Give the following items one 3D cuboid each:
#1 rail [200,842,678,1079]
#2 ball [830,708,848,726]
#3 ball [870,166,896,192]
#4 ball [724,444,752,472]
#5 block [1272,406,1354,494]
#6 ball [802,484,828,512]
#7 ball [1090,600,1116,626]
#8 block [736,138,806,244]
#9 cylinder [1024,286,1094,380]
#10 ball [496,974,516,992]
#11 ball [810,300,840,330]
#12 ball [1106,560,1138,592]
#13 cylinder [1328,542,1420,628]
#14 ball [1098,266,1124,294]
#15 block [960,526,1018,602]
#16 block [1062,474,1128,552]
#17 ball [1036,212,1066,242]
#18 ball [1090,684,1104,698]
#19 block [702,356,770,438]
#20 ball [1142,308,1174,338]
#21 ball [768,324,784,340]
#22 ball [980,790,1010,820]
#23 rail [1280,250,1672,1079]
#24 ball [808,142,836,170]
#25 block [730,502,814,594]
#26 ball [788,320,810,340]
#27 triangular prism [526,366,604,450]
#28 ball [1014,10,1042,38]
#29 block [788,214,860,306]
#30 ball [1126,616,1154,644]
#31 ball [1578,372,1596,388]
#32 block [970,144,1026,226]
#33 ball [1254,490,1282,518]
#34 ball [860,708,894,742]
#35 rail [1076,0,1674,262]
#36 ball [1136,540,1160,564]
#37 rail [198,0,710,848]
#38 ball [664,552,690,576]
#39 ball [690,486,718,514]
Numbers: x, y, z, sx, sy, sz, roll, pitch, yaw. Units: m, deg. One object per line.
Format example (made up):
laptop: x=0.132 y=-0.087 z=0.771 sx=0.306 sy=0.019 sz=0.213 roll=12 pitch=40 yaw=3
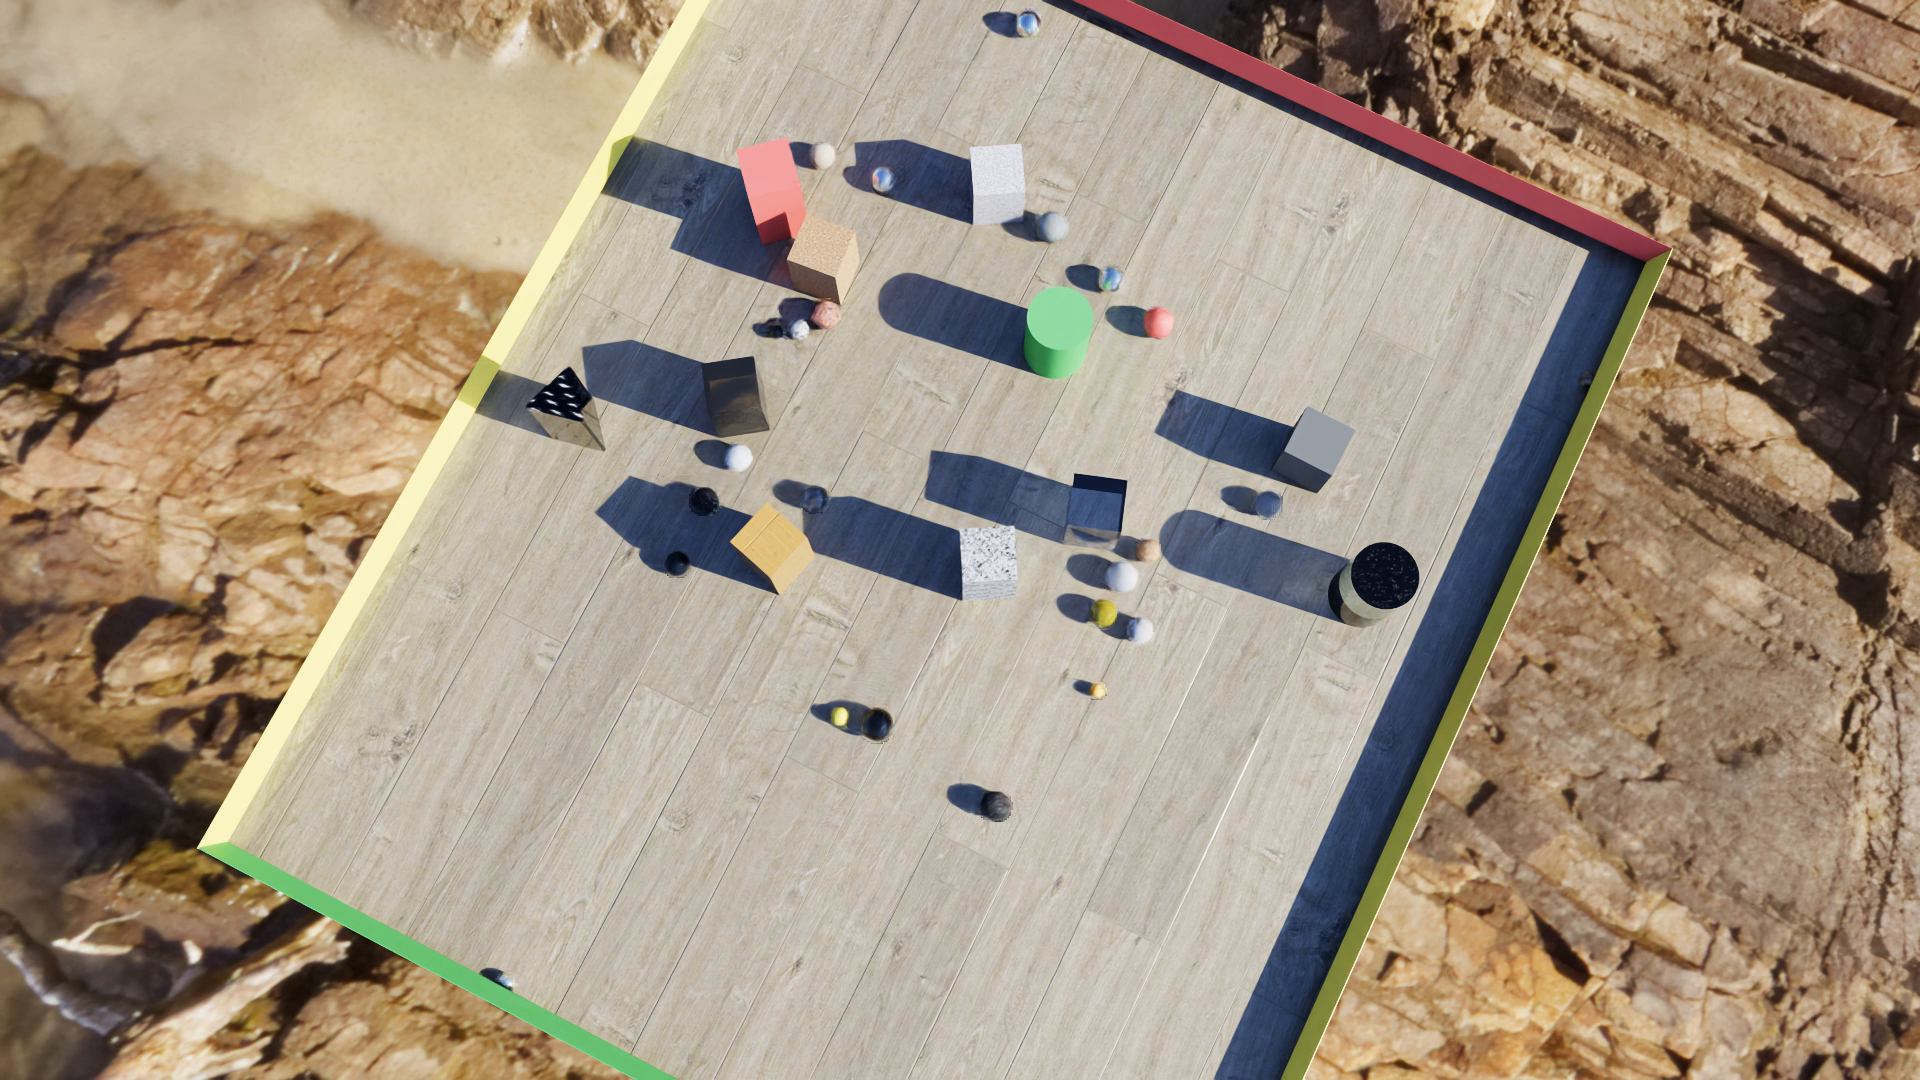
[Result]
rail: x=-0.797 y=1.568 z=5.225 sx=3.131 sy=0.128 sz=0.045 roll=26 pitch=80 yaw=5
ball: x=-0.360 y=0.528 z=5.479 sx=0.056 sy=0.056 sz=0.056 roll=0 pitch=78 yaw=0
ball: x=-0.242 y=-1.144 z=5.812 sx=0.081 sy=0.081 sz=0.081 roll=0 pitch=78 yaw=0
ball: x=-0.681 y=-0.253 z=5.624 sx=0.087 sy=0.087 sz=0.087 roll=0 pitch=78 yaw=0
block: x=1.067 y=-0.271 z=5.552 sx=0.158 sy=0.237 sz=0.158 roll=28 pitch=80 yaw=5
ball: x=-0.443 y=-0.128 z=5.601 sx=0.083 sy=0.083 sz=0.083 roll=0 pitch=78 yaw=0
ball: x=0.430 y=0.220 z=5.528 sx=0.081 sy=0.081 sz=0.081 roll=0 pitch=78 yaw=0
block: x=-0.571 y=-1.069 z=5.641 sx=0.158 sy=0.385 sz=0.158 roll=-15 pitch=79 yaw=-3
cylinder: x=0.297 y=-0.629 z=5.593 sx=0.197 sy=0.301 sz=0.197 roll=0 pitch=78 yaw=0
ball: x=-1.318 y=1.287 z=5.323 sx=0.053 sy=0.053 sz=0.053 roll=0 pitch=78 yaw=0
ball: x=-0.420 y=-0.701 z=5.714 sx=0.094 sy=0.094 sz=0.094 roll=0 pitch=78 yaw=0
ball: x=0.488 y=0.111 z=5.544 sx=0.098 sy=0.098 sz=0.098 roll=0 pitch=78 yaw=0
cylinder: x=1.219 y=0.136 z=5.417 sx=0.197 sy=0.335 sz=0.197 roll=0 pitch=78 yaw=0
ball: x=0.473 y=-0.814 z=5.742 sx=0.085 sy=0.085 sz=0.085 roll=0 pitch=78 yaw=0
block: x=0.083 y=0.073 z=5.439 sx=0.158 sy=0.319 sz=0.158 roll=-3 pitch=78 yaw=-1
block: x=0.402 y=-0.081 z=5.491 sx=0.158 sy=0.279 sz=0.158 roll=8 pitch=78 yaw=2
ball: x=0.287 y=-0.985 z=5.771 sx=0.098 sy=0.098 sz=0.098 roll=0 pitch=78 yaw=0
ball: x=0.411 y=0.452 z=5.501 sx=0.044 sy=0.044 sz=0.044 roll=0 pitch=78 yaw=0
block: x=-0.679 y=-0.432 z=5.566 sx=0.158 sy=0.273 sz=0.158 roll=-9 pitch=78 yaw=-2
ball: x=0.617 y=-0.675 z=5.707 sx=0.097 sy=0.097 sz=0.097 roll=0 pitch=78 yaw=0
ball: x=-0.576 y=-0.652 z=5.727 sx=0.047 sy=0.047 sz=0.047 roll=0 pitch=78 yaw=0
ball: x=0.104 y=0.784 z=5.410 sx=0.087 sy=0.087 sz=0.087 roll=0 pitch=78 yaw=0
rail: x=1.379 y=0.682 z=5.409 sx=0.045 sy=0.128 sz=3.613 roll=26 pitch=80 yaw=5
ball: x=-0.439 y=-1.222 z=5.827 sx=0.083 sy=0.083 sz=0.083 roll=0 pitch=78 yaw=0
block: x=-0.555 y=0.029 z=5.457 sx=0.158 sy=0.300 sz=0.158 roll=41 pitch=81 yaw=8
ball: x=-0.503 y=-0.655 z=5.718 sx=0.066 sy=0.066 sz=0.066 roll=0 pitch=78 yaw=0
triangular prism: x=-1.163 y=-0.403 z=5.522 sx=0.171 sy=0.348 sz=0.148 roll=15 pitch=79 yaw=3
ball: x=0.220 y=-1.665 z=5.917 sx=0.086 sy=0.086 sz=0.086 roll=0 pitch=78 yaw=0
block: x=-0.420 y=-0.863 z=5.662 sx=0.158 sy=0.261 sz=0.158 roll=21 pitch=79 yaw=4
ball: x=0.543 y=0.272 z=5.519 sx=0.084 sy=0.084 sz=0.084 roll=0 pitch=78 yaw=0
ball: x=1.950 y=-0.497 z=5.693 sx=0.052 sy=0.052 sz=0.052 roll=0 pitch=78 yaw=0
block: x=0.115 y=-1.108 z=5.722 sx=0.158 sy=0.242 sz=0.158 roll=-4 pitch=78 yaw=-1
ball: x=0.940 y=-0.111 z=5.597 sx=0.084 sy=0.084 sz=0.084 roll=0 pitch=78 yaw=0
ball: x=-0.247 y=0.549 z=5.453 sx=0.099 sy=0.099 sz=0.099 roll=0 pitch=78 yaw=0
rail: x=0.797 y=-1.555 z=5.872 sx=3.131 sy=0.128 sz=0.045 roll=26 pitch=80 yaw=5
ball: x=0.570 y=0.034 z=5.572 sx=0.073 sy=0.073 sz=0.073 roll=0 pitch=78 yaw=0
rail: x=-1.379 y=-0.668 z=5.688 sx=0.045 sy=0.128 sz=3.613 roll=26 pitch=80 yaw=5
ball: x=-0.859 y=0.072 z=5.564 sx=0.074 sy=0.074 sz=0.074 roll=0 pitch=78 yaw=0
ball: x=-0.780 y=-0.121 z=5.598 sx=0.084 sy=0.084 sz=0.084 roll=0 pitch=78 yaw=0
